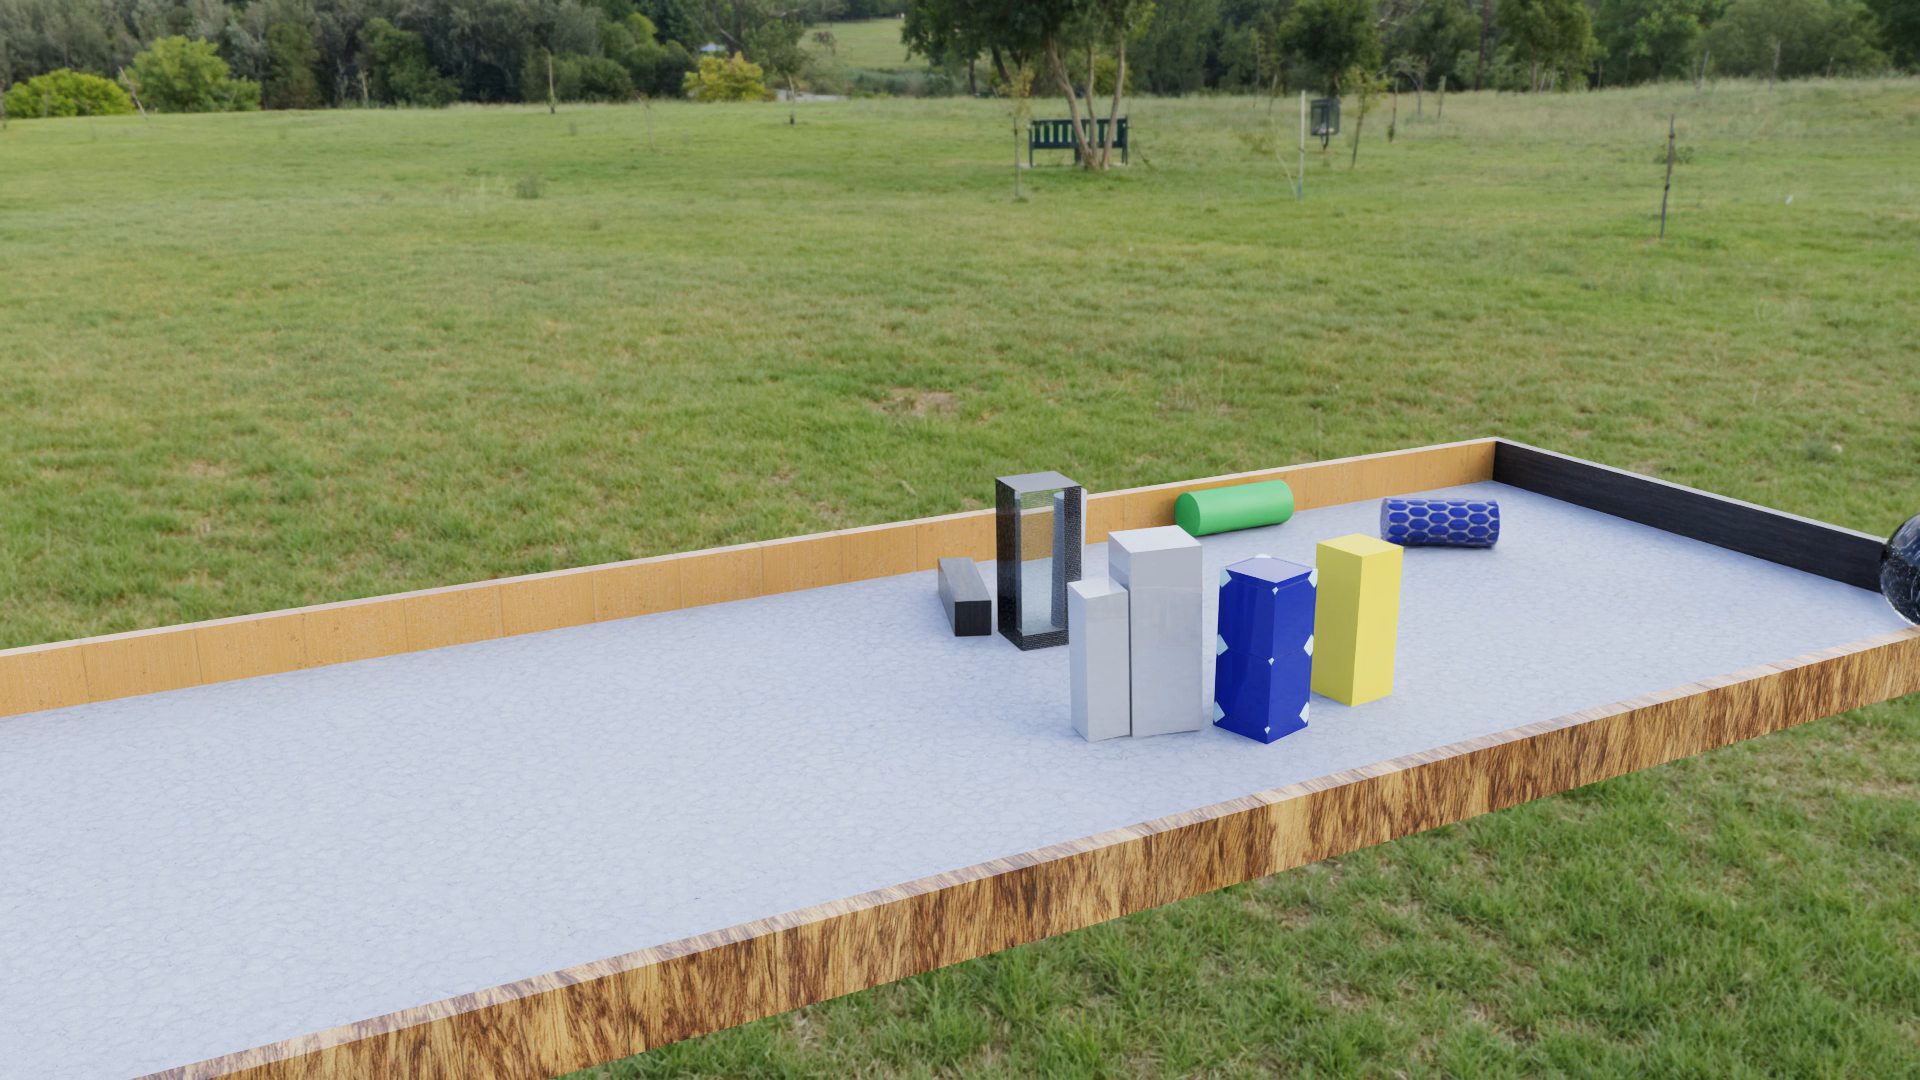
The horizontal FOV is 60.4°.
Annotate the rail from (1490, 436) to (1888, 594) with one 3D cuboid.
[{"bbox_3d":[2.466,-0.048,5.253,0.050,0.150,2.100,-9,18,-27],"label":"rail"}]

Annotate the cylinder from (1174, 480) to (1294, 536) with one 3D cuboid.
[{"bbox_3d":[0.908,-0.106,5.458,0.377,0.146,0.146,-8,18,-26],"label":"cylinder"}]

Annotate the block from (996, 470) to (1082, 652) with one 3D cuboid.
[{"bbox_3d":[0.209,0.054,4.396,0.172,0.433,0.172,-7,18,-20],"label":"block"}]

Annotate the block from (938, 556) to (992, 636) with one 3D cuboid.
[{"bbox_3d":[0.010,0.156,4.647,0.100,0.100,0.403,-2,17,-7],"label":"block"}]

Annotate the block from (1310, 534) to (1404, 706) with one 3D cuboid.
[{"bbox_3d":[0.964,0.193,4.025,0.144,0.379,0.144,-11,20,-33],"label":"block"}]

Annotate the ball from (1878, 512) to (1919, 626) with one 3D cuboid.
[{"bbox_3d":[2.675,0.083,4.436,0.358,0.358,0.358,0,16,0],"label":"ball"}]

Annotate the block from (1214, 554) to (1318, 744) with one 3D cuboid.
[{"bbox_3d":[0.705,0.250,3.817,0.157,0.388,0.157,-15,22,-41],"label":"block"}]

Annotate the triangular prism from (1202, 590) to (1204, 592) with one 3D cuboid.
[{"bbox_3d":[0.580,0.153,4.665,0.105,0.091,0.415,7,18,24],"label":"triangular prism"}]

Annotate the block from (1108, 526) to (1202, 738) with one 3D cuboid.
[{"bbox_3d":[0.454,0.211,3.833,0.169,0.447,0.169,-6,17,-11],"label":"block"}]

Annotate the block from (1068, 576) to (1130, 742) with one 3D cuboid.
[{"bbox_3d":[0.318,0.273,3.774,0.103,0.357,0.103,-9,21,-17],"label":"block"}]

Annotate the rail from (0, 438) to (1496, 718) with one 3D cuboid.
[{"bbox_3d":[-3.305,0.497,3.399,12.000,0.150,0.050,-9,18,-27],"label":"rail"}]

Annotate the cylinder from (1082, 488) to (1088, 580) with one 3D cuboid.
[{"bbox_3d":[0.288,0.039,4.572,0.117,0.361,0.117,1,14,0],"label":"cylinder"}]

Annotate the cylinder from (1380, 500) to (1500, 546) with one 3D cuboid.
[{"bbox_3d":[1.536,-0.056,5.289,0.345,0.145,0.145,1,16,3],"label":"cylinder"}]

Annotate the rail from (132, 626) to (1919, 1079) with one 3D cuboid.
[{"bbox_3d":[-2.336,1.006,1.665,12.000,0.150,0.050,-9,18,-27],"label":"rail"}]
